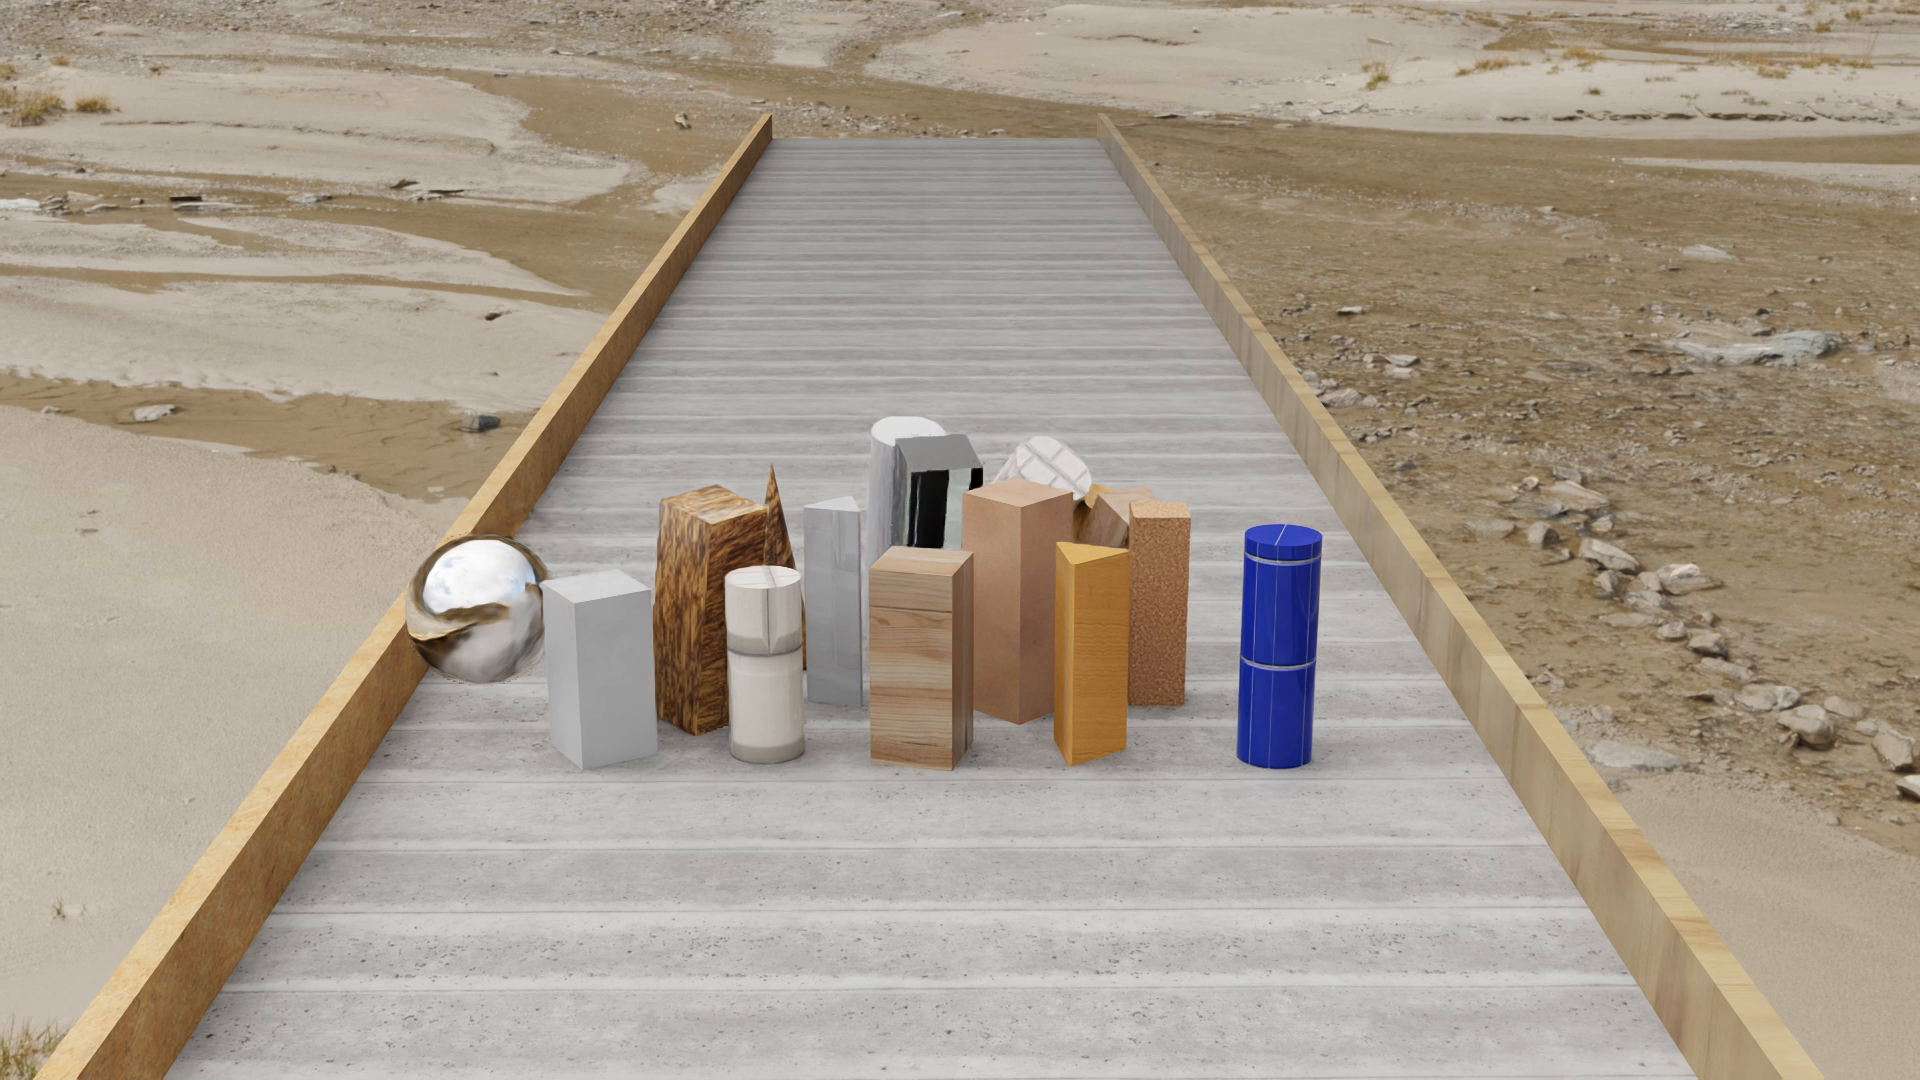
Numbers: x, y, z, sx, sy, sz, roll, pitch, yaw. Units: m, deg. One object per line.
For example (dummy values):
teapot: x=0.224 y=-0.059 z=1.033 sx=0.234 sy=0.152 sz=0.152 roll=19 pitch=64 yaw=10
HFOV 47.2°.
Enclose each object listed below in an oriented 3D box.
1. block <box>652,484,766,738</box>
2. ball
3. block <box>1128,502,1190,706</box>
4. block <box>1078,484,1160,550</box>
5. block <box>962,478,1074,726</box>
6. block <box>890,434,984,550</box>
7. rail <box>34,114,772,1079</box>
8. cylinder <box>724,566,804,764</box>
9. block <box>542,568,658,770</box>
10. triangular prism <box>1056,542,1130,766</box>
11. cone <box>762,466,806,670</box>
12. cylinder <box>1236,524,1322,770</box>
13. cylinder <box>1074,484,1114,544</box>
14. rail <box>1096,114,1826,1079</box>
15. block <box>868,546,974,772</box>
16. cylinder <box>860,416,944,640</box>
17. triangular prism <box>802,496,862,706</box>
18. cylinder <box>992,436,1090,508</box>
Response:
block: x=-0.464 y=0.129 z=4.023 sx=0.135 sy=0.423 sz=0.135 roll=24 pitch=28 yaw=36
ball: x=-0.870 y=0.125 z=4.008 sx=0.274 sy=0.274 sz=0.274 roll=0 pitch=17 yaw=0
block: x=0.373 y=0.120 z=4.163 sx=0.104 sy=0.373 sz=0.104 roll=0 pitch=18 yaw=0
block: x=0.298 y=0.072 z=4.341 sx=0.121 sy=0.346 sz=0.121 roll=-12 pitch=45 yaw=-37
block: x=0.107 y=0.112 z=4.113 sx=0.146 sy=0.420 sz=0.146 roll=15 pitch=22 yaw=42
block: x=-0.053 y=0.027 z=4.315 sx=0.140 sy=0.447 sz=0.140 roll=-4 pitch=31 yaw=-13
rail: x=-1.118 y=-0.838 z=7.780 sx=0.050 sy=0.150 sz=12.000 roll=0 pitch=17 yaw=-1
cylinder: x=-0.346 y=0.222 z=3.907 sx=0.134 sy=0.328 sz=0.134 roll=0 pitch=17 yaw=0
block: x=-0.641 y=0.228 z=3.917 sx=0.145 sy=0.309 sz=0.145 roll=-10 pitch=19 yaw=-31
triangular prism: x=0.210 y=0.195 z=3.916 sx=0.135 sy=0.373 sz=0.117 roll=-13 pitch=21 yaw=-36
cone: x=-0.367 y=0.045 z=4.352 sx=0.162 sy=0.413 sz=0.162 roll=0 pitch=17 yaw=0
cylinder: x=0.561 y=0.188 z=3.871 sx=0.134 sy=0.411 sz=0.134 roll=0 pitch=17 yaw=0
cylinder: x=0.233 y=0.043 z=4.498 sx=0.128 sy=0.314 sz=0.128 roll=21 pitch=35 yaw=-16
rail: x=0.932 y=-0.844 z=7.801 sx=0.050 sy=0.150 sz=12.000 roll=0 pitch=17 yaw=-1
block: x=-0.067 y=0.208 z=3.896 sx=0.149 sy=0.360 sz=0.149 roll=4 pitch=17 yaw=14
cylinder: x=-0.118 y=-0.015 z=4.441 sx=0.144 sy=0.456 sz=0.144 roll=4 pitch=29 yaw=-2
triangular prism: x=-0.224 y=0.113 z=4.172 sx=0.113 sy=0.384 sz=0.097 roll=5 pitch=17 yaw=18
cylinder: x=0.092 y=-0.013 z=4.498 sx=0.166 sy=0.436 sz=0.166 roll=17 pitch=46 yaw=-19
